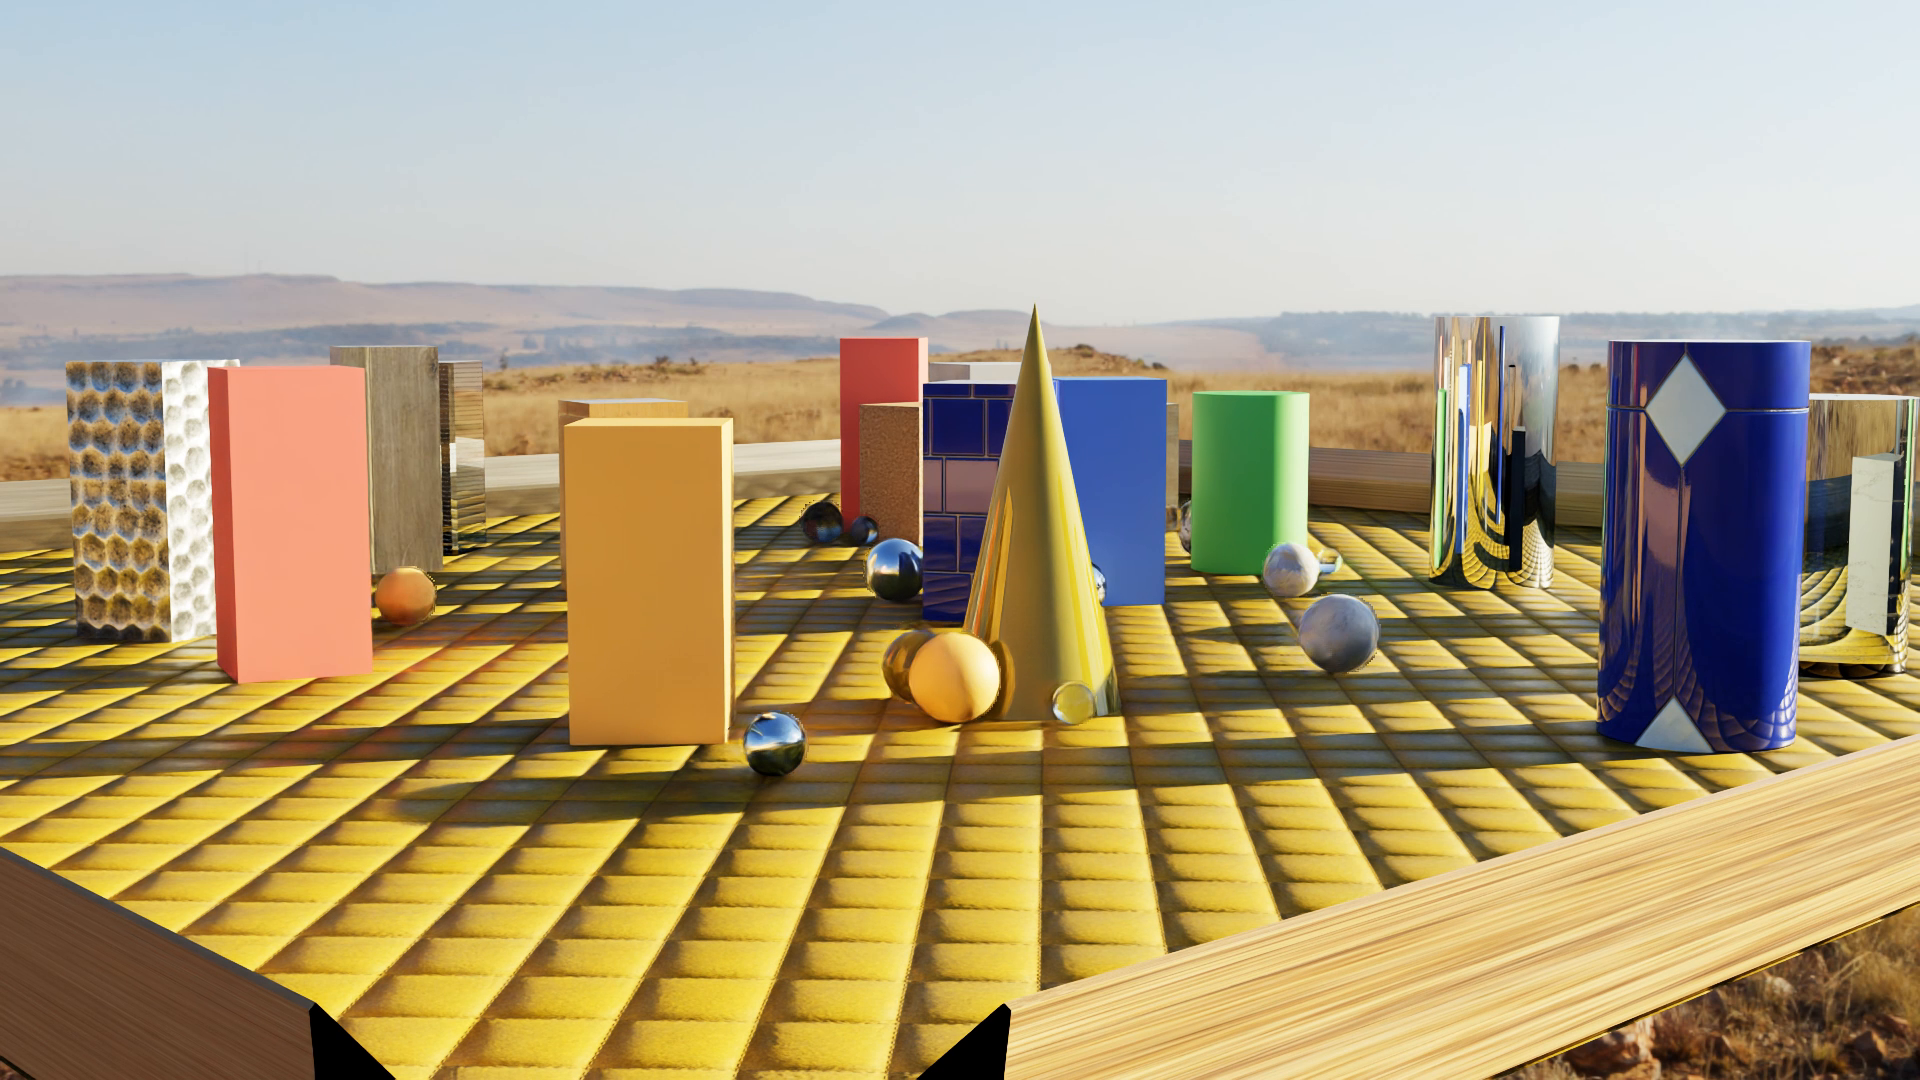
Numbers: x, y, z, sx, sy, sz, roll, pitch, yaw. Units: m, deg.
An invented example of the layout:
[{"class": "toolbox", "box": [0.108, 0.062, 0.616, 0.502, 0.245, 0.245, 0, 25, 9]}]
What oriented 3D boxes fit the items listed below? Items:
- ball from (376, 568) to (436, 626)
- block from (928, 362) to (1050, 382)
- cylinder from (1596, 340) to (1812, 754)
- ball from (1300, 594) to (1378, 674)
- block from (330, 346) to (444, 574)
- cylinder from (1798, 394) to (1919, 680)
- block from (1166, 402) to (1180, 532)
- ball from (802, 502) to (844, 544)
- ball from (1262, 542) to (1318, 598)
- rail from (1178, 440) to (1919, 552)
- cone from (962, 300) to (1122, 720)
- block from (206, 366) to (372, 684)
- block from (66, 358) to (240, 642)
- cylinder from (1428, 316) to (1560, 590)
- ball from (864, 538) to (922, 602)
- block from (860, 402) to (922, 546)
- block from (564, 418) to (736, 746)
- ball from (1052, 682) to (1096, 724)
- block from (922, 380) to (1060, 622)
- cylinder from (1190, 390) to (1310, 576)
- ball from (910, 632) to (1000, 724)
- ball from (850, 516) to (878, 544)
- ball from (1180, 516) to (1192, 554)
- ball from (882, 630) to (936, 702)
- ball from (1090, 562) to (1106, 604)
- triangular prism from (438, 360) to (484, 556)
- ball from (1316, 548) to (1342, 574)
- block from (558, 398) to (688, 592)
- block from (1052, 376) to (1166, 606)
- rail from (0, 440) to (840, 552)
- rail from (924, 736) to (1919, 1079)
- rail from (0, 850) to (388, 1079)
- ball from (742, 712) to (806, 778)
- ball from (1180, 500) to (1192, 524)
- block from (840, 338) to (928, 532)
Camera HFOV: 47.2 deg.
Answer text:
[{"class": "ball", "box": [-0.787, 0.080, 3.119, 0.083, 0.083, 0.083, 0, 6, 0]}, {"class": "block", "box": [0.052, -0.137, 3.901, 0.160, 0.353, 0.160, -3, 7, -27]}, {"class": "cylinder", "box": [0.775, -0.001, 2.299, 0.200, 0.414, 0.200, 0, 6, 0]}, {"class": "ball", "box": [0.467, 0.115, 2.713, 0.097, 0.097, 0.097, 0, 6, 0]}, {"class": "block", "box": [-0.992, -0.142, 3.802, 0.160, 0.384, 0.160, -2, 6, -23]}, {"class": "cylinder", "box": [1.084, -0.010, 2.750, 0.200, 0.339, 0.200, 0, 6, 0]}, {"class": "block", "box": [0.339, -0.152, 4.505, 0.160, 0.258, 0.160, -2, 6, -22]}, {"class": "ball", "box": [-0.264, -0.034, 4.228, 0.080, 0.080, 0.080, 0, 6, 0]}, {"class": "ball", "box": [0.515, 0.047, 3.426, 0.086, 0.086, 0.086, 0, 6, 0]}, {"class": "rail", "box": [1.308, -0.091, 4.532, 0.045, 0.130, 3.468, -5, 8, -42]}, {"class": "cone", "box": [0.084, -0.040, 2.473, 0.200, 0.457, 0.200, 0, 6, 0]}, {"class": "block", "box": [-0.831, -0.026, 2.726, 0.160, 0.375, 0.160, -3, 7, -27]}, {"class": "block", "box": [-1.109, -0.059, 3.044, 0.160, 0.377, 0.160, 2, 6, 20]}, {"class": "cylinder", "box": [0.874, -0.147, 3.599, 0.200, 0.435, 0.200, 0, 6, 0]}, {"class": "ball", "box": [-0.098, 0.046, 3.377, 0.097, 0.097, 0.097, 0, 6, 0]}, {"class": "block", "box": [-0.083, -0.132, 4.285, 0.160, 0.264, 0.160, 5, 8, 42]}, {"class": "block", "box": [-0.324, 0.039, 2.329, 0.160, 0.329, 0.160, 0, 6, -2]}, {"class": "ball", "box": [0.123, 0.176, 2.375, 0.046, 0.046, 0.046, 0, 6, 0]}, {"class": "block", "box": [0.046, -0.059, 3.211, 0.160, 0.342, 0.160, 2, 6, 17]}, {"class": "cylinder", "box": [0.501, -0.102, 3.805, 0.200, 0.304, 0.200, 0, 6, 0]}, {"class": "ball", "box": [-0.006, 0.149, 2.384, 0.098, 0.098, 0.098, 0, 6, 0]}, {"class": "ball", "box": [-0.183, -0.019, 4.218, 0.053, 0.053, 0.053, 0, 6, 0]}, {"class": "ball", "box": [0.437, -0.007, 3.982, 0.078, 0.078, 0.078, 0, 6, 0]}, {"class": "ball", "box": [-0.047, 0.142, 2.463, 0.082, 0.082, 0.082, 0, 6, 0]}, {"class": "ball", "box": [0.173, 0.069, 3.223, 0.084, 0.084, 0.084, 0, 6, 0]}, {"class": "triangular prism", "box": [-0.946, -0.157, 4.097, 0.173, 0.352, 0.150, 4, 7, 35]}, {"class": "ball", "box": [0.628, 0.036, 3.738, 0.044, 0.044, 0.044, 0, 6, 0]}, {"class": "block", "box": [-0.532, -0.068, 3.481, 0.160, 0.304, 0.160, -3, 7, -27]}, {"class": "block", "box": [0.219, -0.078, 3.393, 0.160, 0.342, 0.160, -1, 6, -10]}, {"class": "rail", "box": [-1.160, -0.096, 4.582, 3.606, 0.130, 0.045, -5, 8, -42]}, {"class": "rail", "box": [1.160, 0.164, 2.081, 3.606, 0.130, 0.045, -5, 8, -42]}, {"class": "rail", "box": [-1.308, 0.159, 2.132, 0.045, 0.130, 3.468, -5, 8, -42]}, {"class": "ball", "box": [-0.178, 0.196, 2.109, 0.061, 0.061, 0.061, 0, 6, 0]}, {"class": "ball", "box": [0.476, -0.051, 4.465, 0.058, 0.058, 0.058, 0, 6, 0]}, {"class": "block", "box": [-0.154, -0.219, 4.515, 0.160, 0.390, 0.160, 1, 6, 6]}]
